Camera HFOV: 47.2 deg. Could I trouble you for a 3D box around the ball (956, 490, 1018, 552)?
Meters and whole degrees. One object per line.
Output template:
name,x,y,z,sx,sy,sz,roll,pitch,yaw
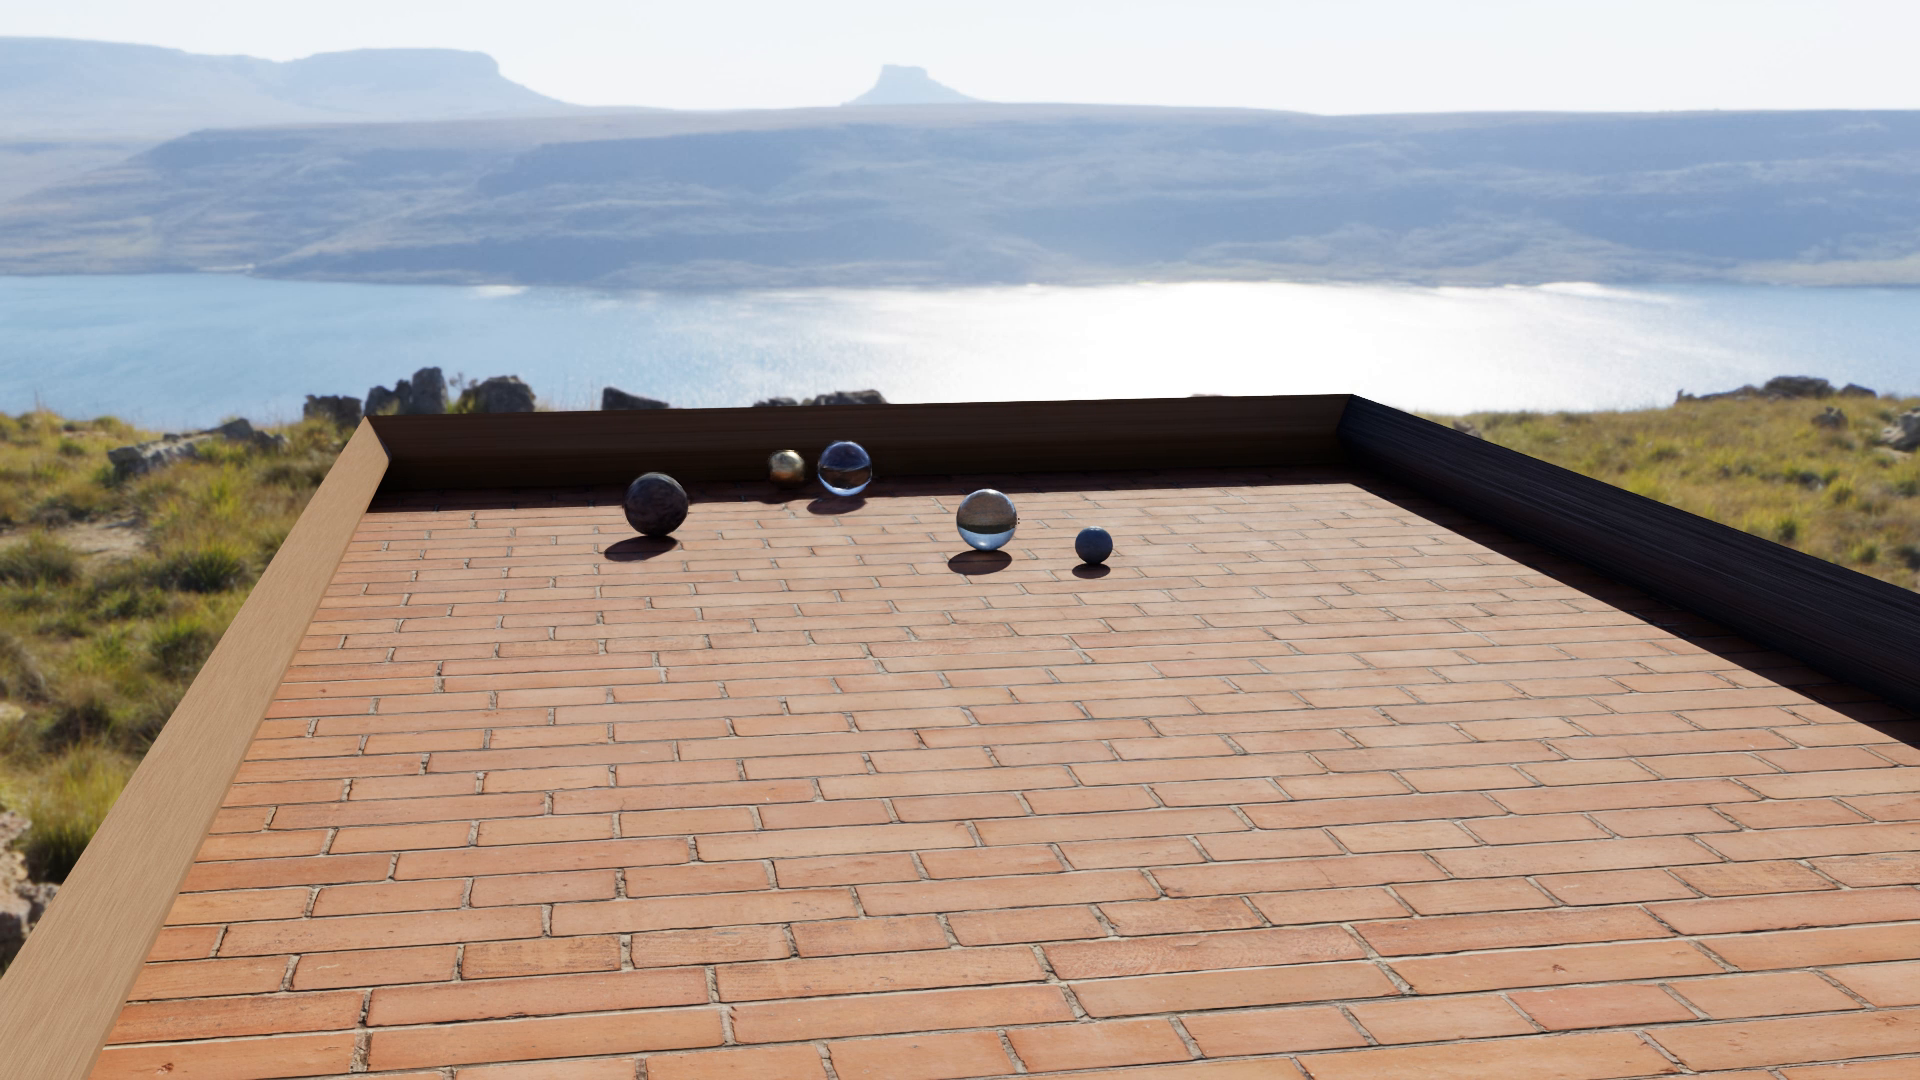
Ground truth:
ball,0.039,-0.029,3.226,0.091,0.091,0.091,0,11,0

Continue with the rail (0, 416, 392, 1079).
rail,-0.696,0.162,2.141,0.045,0.126,3.321,-2,11,-10

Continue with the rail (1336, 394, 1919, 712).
rail,0.988,0.105,2.435,0.045,0.126,3.321,-2,11,-10

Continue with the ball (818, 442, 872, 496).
ball,-0.193,-0.119,3.686,0.092,0.092,0.092,0,11,0

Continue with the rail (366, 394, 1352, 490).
rail,-0.142,-0.173,3.870,1.758,0.126,0.045,-2,11,-10

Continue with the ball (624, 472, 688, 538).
ball,-0.461,-0.053,3.333,0.097,0.097,0.097,0,11,0

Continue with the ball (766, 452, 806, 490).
ball,-0.296,-0.117,3.743,0.067,0.067,0.067,0,11,0

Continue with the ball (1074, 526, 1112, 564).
ball,0.191,0.007,3.135,0.054,0.054,0.054,0,11,0
